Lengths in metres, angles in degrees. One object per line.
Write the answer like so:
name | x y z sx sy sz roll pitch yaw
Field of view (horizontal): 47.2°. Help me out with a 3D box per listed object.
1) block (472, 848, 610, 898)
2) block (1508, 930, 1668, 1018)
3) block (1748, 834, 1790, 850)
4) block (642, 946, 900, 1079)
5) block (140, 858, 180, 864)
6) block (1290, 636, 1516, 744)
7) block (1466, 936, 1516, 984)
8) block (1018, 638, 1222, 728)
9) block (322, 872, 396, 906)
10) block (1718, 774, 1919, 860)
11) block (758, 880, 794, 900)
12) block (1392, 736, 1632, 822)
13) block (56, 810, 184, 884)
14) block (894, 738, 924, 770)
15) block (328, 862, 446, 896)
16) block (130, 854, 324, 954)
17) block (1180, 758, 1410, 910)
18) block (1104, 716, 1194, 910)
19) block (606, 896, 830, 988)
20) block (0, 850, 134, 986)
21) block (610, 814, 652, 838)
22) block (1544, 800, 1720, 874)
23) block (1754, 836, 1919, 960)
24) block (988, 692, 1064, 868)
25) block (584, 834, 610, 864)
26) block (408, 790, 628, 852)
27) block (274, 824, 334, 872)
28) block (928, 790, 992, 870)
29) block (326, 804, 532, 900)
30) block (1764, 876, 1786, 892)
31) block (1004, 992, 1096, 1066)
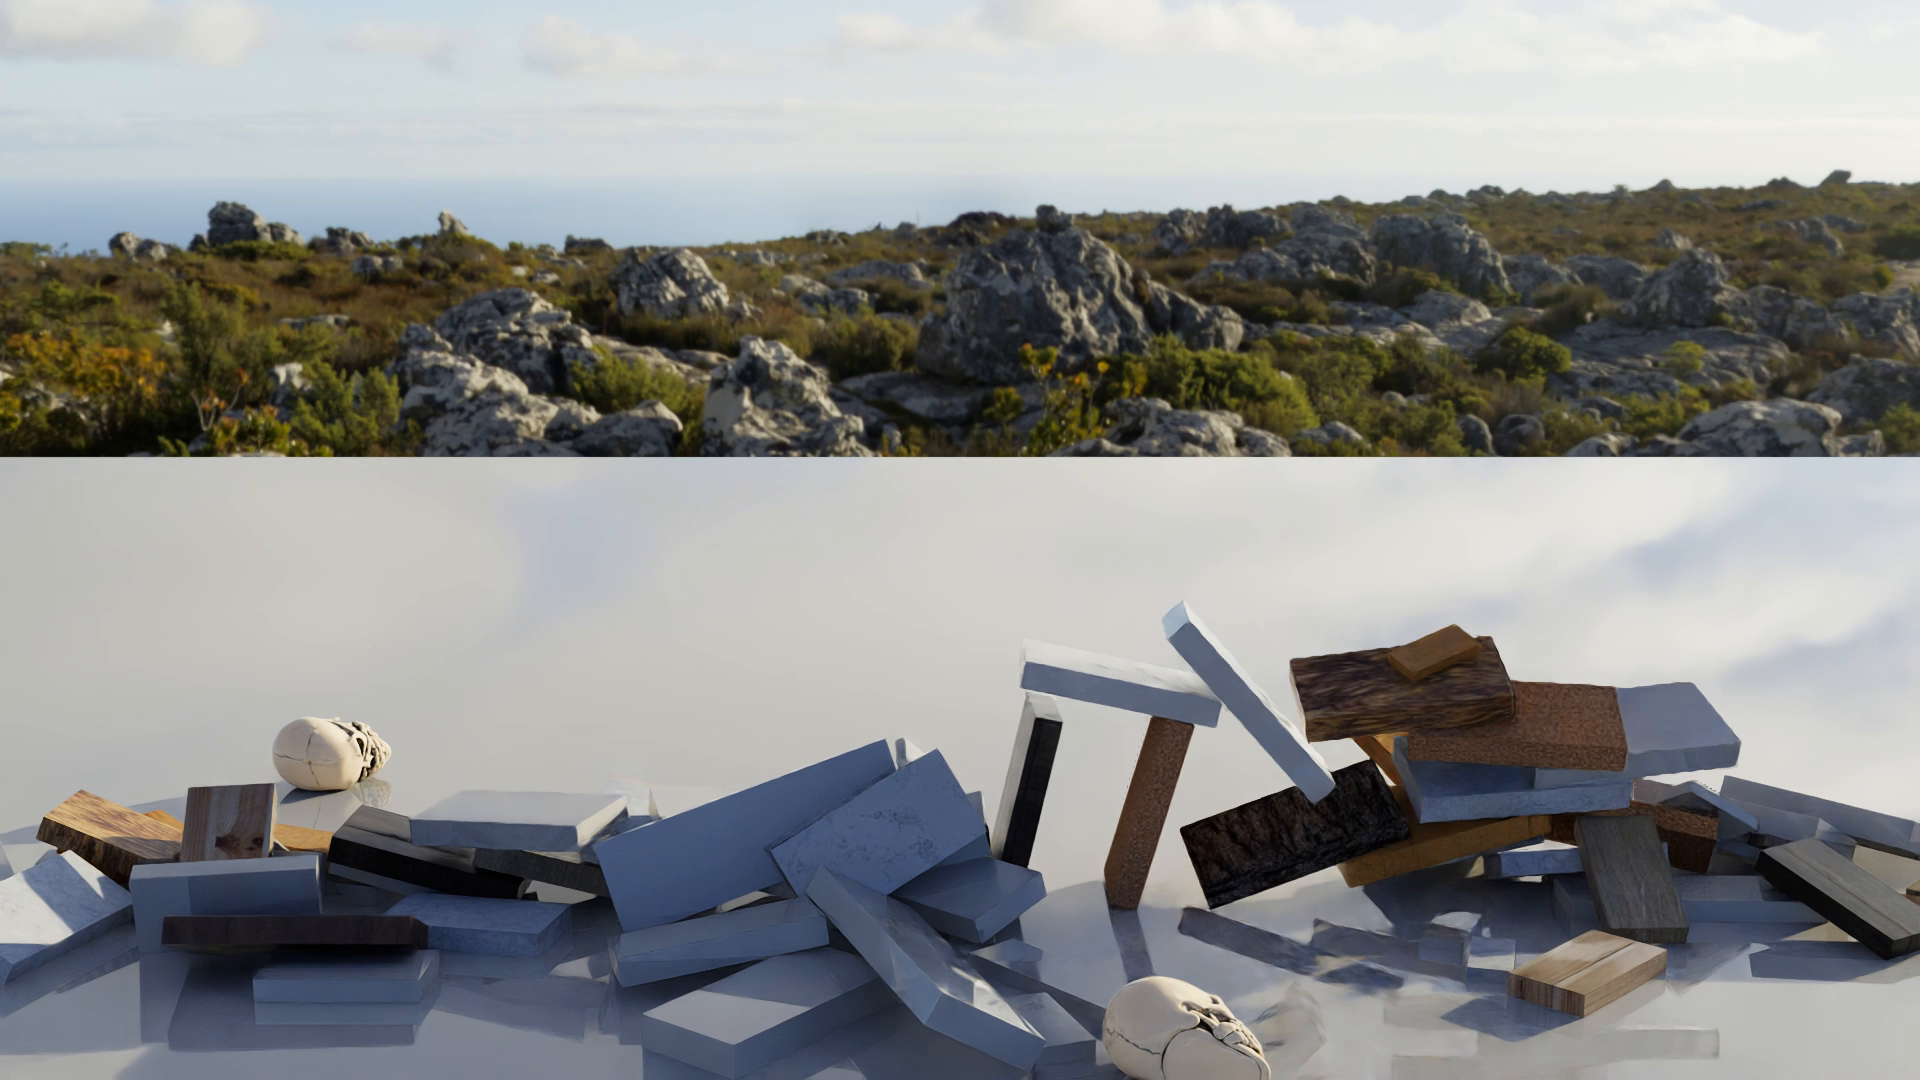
block | -0.638 0.531 3.650 0.312 0.044 0.156 14 9 -6
block | 0.937 0.644 3.280 0.124 0.035 0.248 10 15 44
block | 1.396 0.527 3.751 0.075 0.021 0.150 17 -8 12
block | -0.265 0.664 3.132 0.175 0.050 0.350 8 13 37
block | -1.242 0.562 3.575 0.176 0.088 0.025 -1 -17 -7
block | 0.718 0.242 3.585 0.336 0.048 0.168 -7 32 2
block | 0.811 0.639 3.353 0.068 0.019 0.135 3 11 16
block | 0.259 0.233 3.605 0.323 0.046 0.162 12 10 -2
block | -1.057 0.569 3.690 0.230 0.033 0.115 3 11 14
block | 1.540 0.494 3.869 0.176 0.050 0.353 22 -6 -40
block | -0.361 0.541 3.649 0.221 0.031 0.111 17 9 -13
block | 0.909 0.383 3.633 0.346 0.049 0.173 -3 31 -5
block | -1.401 0.522 3.742 0.121 0.034 0.243 27 11 16
block | -0.059 0.387 3.618 0.020 0.070 0.140 -26 -42 20
block | -0.913 0.550 3.650 0.230 0.033 0.115 15 12 6
block | -1.135 0.565 3.413 0.274 0.137 0.039 -2 25 -10
block | 0.552 0.485 3.647 0.346 0.049 0.173 -20 27 2
block | 0.311 0.431 3.641 0.046 0.323 0.162 16 10 -3
block | -0.367 0.604 3.315 0.312 0.044 0.156 -10 4 -14
block | -1.432 0.583 3.415 0.146 0.041 0.293 32 18 9
block | -0.455 0.483 3.607 0.221 0.031 0.111 0 13 -20
block | 1.144 0.494 3.758 0.274 0.039 0.137 11 -31 17
block | 1.413 0.567 3.497 0.130 0.037 0.261 -6 29 -31
block | 0.103 0.429 3.643 0.046 0.323 0.162 12 10 -5
block | -0.503 0.529 3.629 0.221 0.031 0.111 18 9 -4
block | -0.715 0.454 3.570 0.312 0.044 0.156 -1 12 22
block | -1.135 0.518 3.729 0.230 0.033 0.115 7 7 13
block | -0.104 0.501 3.636 0.304 0.043 0.152 -14 19 3
block | -0.865 0.523 3.632 0.312 0.044 0.156 15 12 -1
block | 1.381 0.559 3.585 0.120 0.017 0.060 6 11 -6
block | 0.113 0.685 3.087 0.090 0.026 0.181 -4 11 -20
